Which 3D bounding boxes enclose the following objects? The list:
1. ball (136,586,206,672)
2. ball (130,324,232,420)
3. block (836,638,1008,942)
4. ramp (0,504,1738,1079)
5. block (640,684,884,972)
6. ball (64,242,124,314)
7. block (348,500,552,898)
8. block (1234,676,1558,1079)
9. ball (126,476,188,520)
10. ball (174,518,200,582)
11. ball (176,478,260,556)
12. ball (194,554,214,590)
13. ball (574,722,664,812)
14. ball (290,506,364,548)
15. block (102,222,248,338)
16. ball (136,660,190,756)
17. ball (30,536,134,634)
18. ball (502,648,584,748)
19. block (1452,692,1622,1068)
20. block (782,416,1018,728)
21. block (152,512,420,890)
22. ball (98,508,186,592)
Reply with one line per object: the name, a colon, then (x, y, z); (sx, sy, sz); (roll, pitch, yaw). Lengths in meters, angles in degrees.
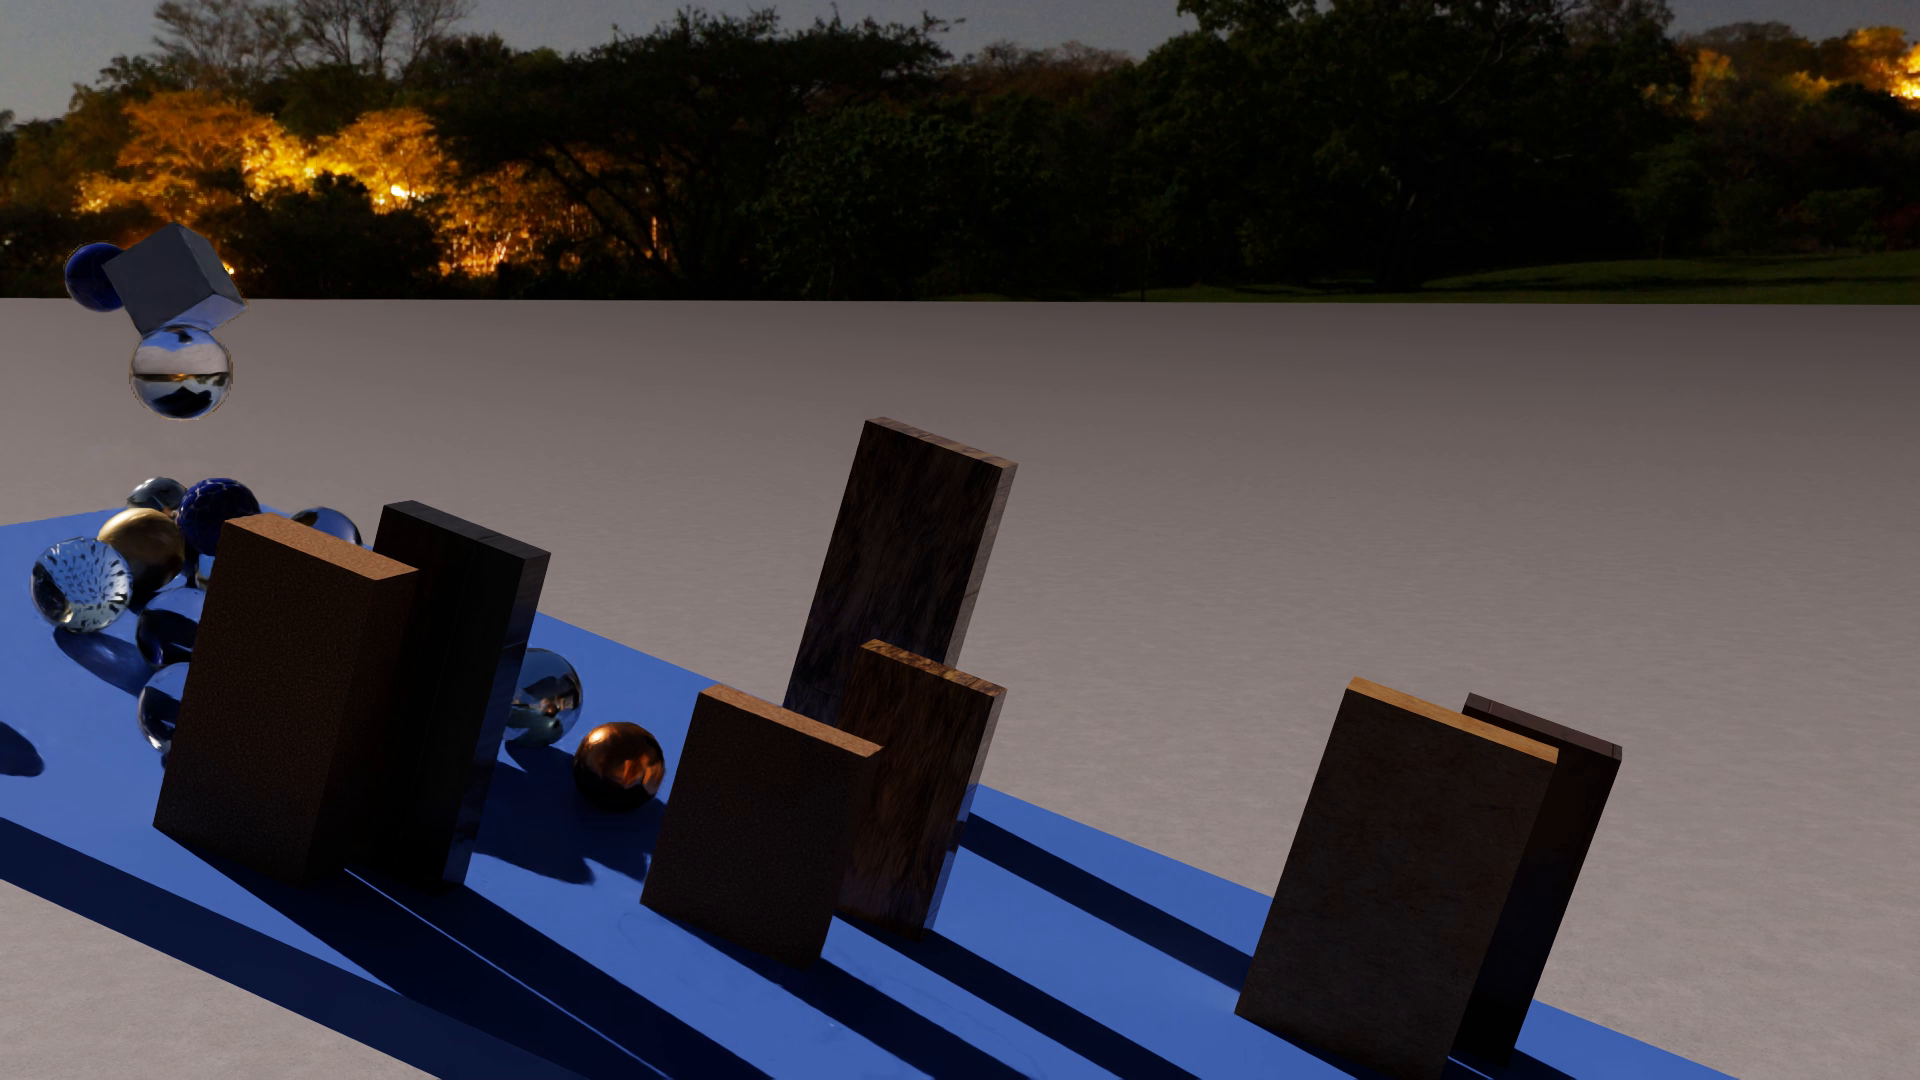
ball: (-1.514, 0.181, 4.294); (0.181, 0.181, 0.181); (0, 7, 0)
ball: (-1.594, -0.344, 4.501); (0.194, 0.194, 0.194); (0, 7, 0)
block: (-0.119, 0.470, 4.133); (0.274, 0.498, 0.087); (20, 12, 14)
ramp: (-0.363, 0.694, 4.230); (4.000, 0.100, 2.000); (20, 12, 14)
block: (-0.352, 0.503, 3.874); (0.324, 0.407, 0.089); (20, 12, 14)
ball: (-1.926, -0.589, 4.938); (0.157, 0.157, 0.157); (0, 7, 0)
block: (-0.901, 0.266, 3.701); (0.271, 0.607, 0.090); (20, 12, 14)
block: (0.825, 0.651, 4.178); (0.400, 0.678, 0.134); (20, 12, 14)
ball: (-1.852, -0.073, 5.090); (0.146, 0.146, 0.146); (0, 7, 0)
ball: (-1.668, 0.008, 4.883); (0.181, 0.181, 0.181); (0, 7, 0)
ball: (-1.553, -0.048, 4.609); (0.167, 0.167, 0.167); (0, 7, 0)
ball: (-1.565, 0.072, 4.754); (0.171, 0.171, 0.171); (0, 7, 0)
ball: (-0.665, 0.442, 4.289); (0.177, 0.177, 0.177); (0, 7, 0)
ball: (-1.399, 0.021, 4.799); (0.187, 0.187, 0.187); (0, 7, 0)
block: (-1.698, -0.548, 4.762); (0.182, 0.182, 0.182); (-31, -5, 1)
ball: (-1.375, 0.304, 3.923); (0.177, 0.177, 0.177); (0, 7, 0)
ball: (-1.742, 0.090, 4.364); (0.193, 0.193, 0.193); (0, 7, 0)
ball: (-0.872, 0.322, 4.484); (0.206, 0.206, 0.206); (0, 7, 0)
block: (1.058, 0.679, 4.407); (0.313, 0.666, 0.136); (20, 12, 14)
block: (-0.149, 0.148, 4.902); (0.327, 0.775, 0.124); (20, 12, 14)
block: (-1.107, 0.261, 3.608); (0.289, 0.538, 0.132); (20, 12, 14)
ball: (-1.751, 0.022, 4.700); (0.182, 0.182, 0.182); (0, 7, 0)
